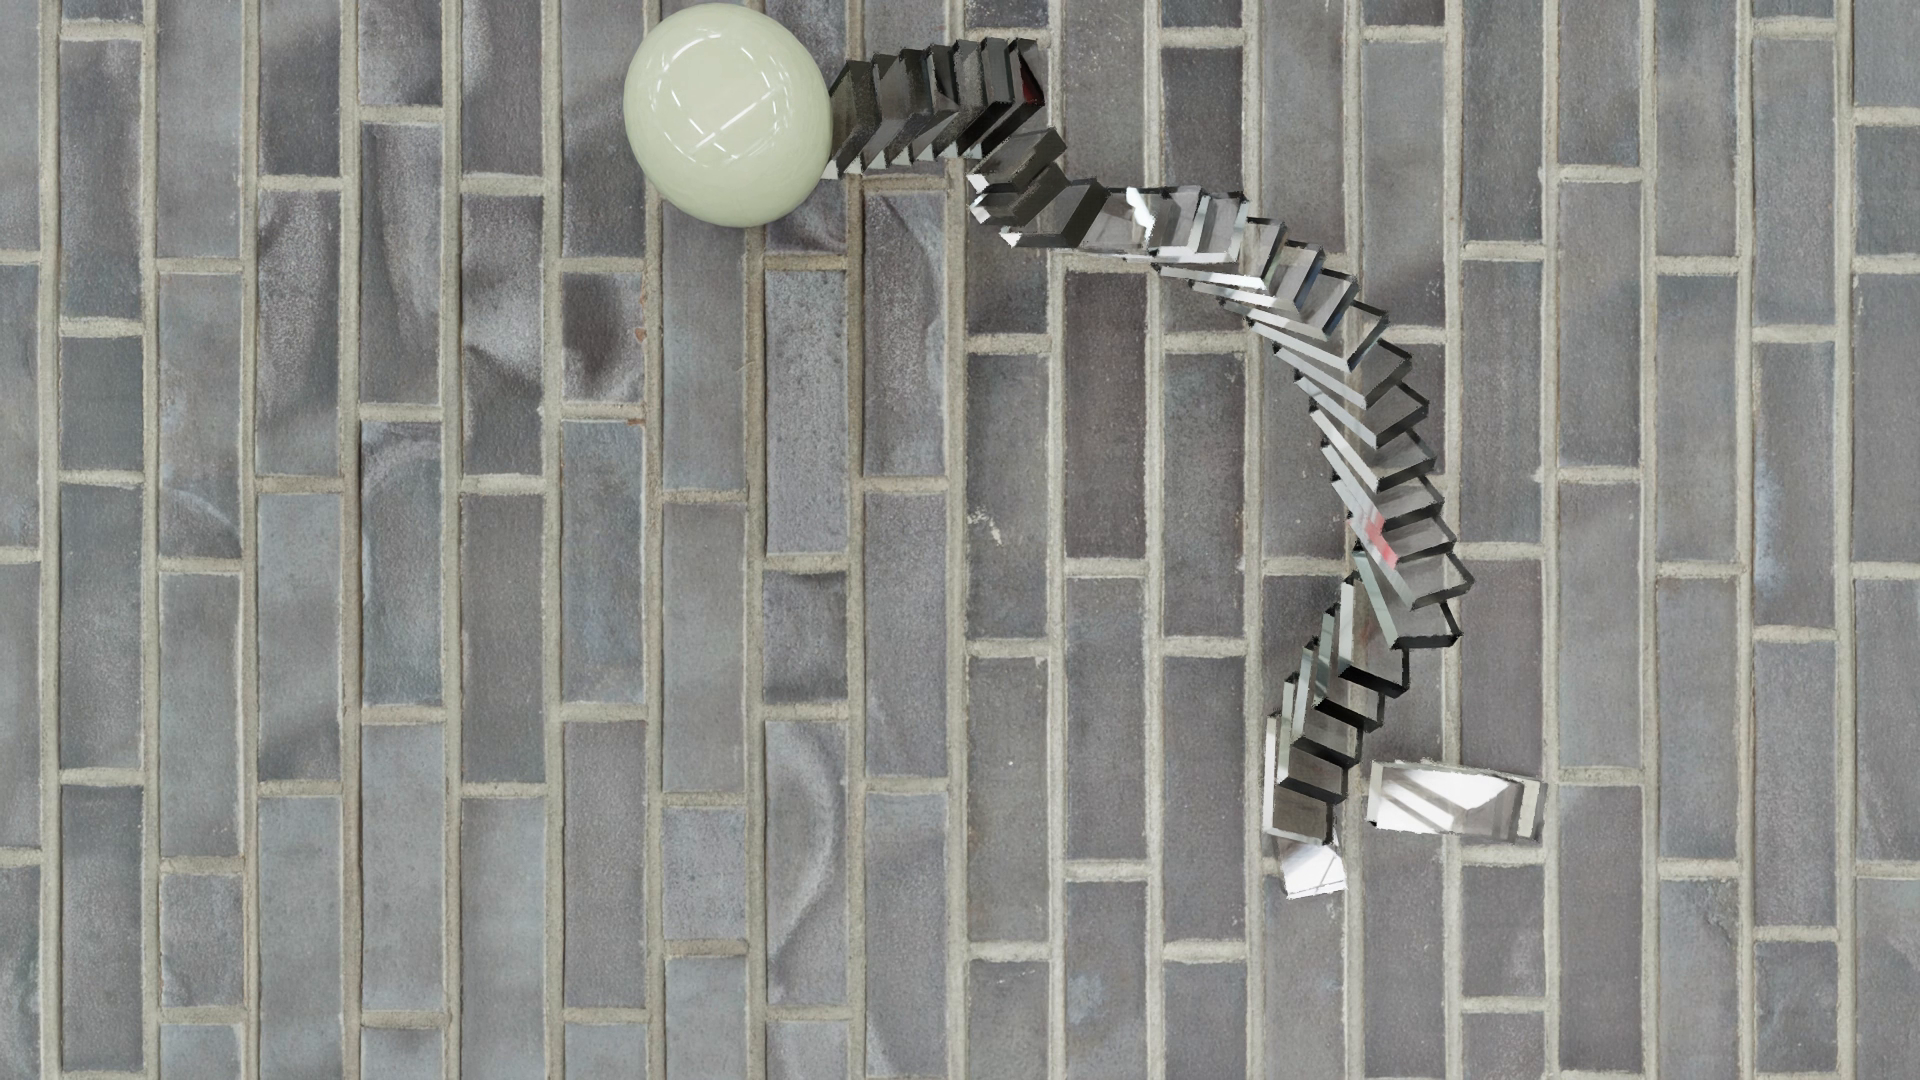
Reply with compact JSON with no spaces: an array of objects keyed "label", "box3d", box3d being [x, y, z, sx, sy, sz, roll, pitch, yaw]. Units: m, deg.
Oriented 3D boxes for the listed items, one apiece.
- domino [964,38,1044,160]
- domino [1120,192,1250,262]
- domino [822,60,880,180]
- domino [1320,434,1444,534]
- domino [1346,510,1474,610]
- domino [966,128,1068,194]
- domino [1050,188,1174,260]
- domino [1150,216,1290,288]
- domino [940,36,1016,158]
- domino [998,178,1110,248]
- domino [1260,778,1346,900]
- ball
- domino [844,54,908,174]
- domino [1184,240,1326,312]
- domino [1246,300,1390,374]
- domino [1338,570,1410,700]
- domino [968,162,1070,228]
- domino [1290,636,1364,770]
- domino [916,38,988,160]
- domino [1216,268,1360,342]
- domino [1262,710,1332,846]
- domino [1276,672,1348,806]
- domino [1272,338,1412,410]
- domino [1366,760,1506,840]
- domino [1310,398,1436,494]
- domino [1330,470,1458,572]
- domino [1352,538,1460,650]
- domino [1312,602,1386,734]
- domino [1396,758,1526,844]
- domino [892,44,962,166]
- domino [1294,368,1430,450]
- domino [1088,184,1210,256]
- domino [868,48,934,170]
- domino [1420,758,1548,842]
[{"label":"domino","box3d":[0.016,-0.180,0.376,0.009,0.050,0.025,-7,90,-28]},{"label":"domino","box3d":[0.092,-0.129,0.381,0.050,0.009,0.025,13,90,37]},{"label":"domino","box3d":[-0.048,-0.171,0.376,0.009,0.050,0.025,-8,90,-27]},{"label":"domino","box3d":[0.174,-0.028,0.381,0.025,0.009,0.050,-18,53,0]},{"label":"domino","box3d":[0.186,0.003,0.380,0.025,0.009,0.050,-17,53,-3]},{"label":"domino","box3d":[0.022,-0.155,0.376,0.025,0.050,0.010,-43,117,0]},{"label":"domino","box3d":[0.061,-0.132,0.381,0.050,0.010,0.025,18,93,37]},{"label":"domino","box3d":[0.107,-0.121,0.381,0.050,0.010,0.025,21,90,38]},{"label":"domino","box3d":[0.005,-0.180,0.376,0.010,0.050,0.025,-7,90,-27]},{"label":"domino","box3d":[0.038,-0.134,0.376,0.009,0.050,0.025,31,91,-32]},{"label":"domino","box3d":[0.148,0.126,0.395,0.025,0.009,0.050,-11,90,0]},{"label":"ball","box3d":[-0.090,-0.165,0.360,0.080,0.080,0.080,0,90,0]},{"label":"domino","box3d":[-0.038,-0.173,0.376,0.010,0.050,0.025,-8,90,-27]},{"label":"domino","box3d":[0.122,-0.113,0.381,0.050,0.009,0.025,26,90,38]},{"label":"domino","box3d":[0.148,-0.091,0.381,0.025,0.010,0.050,-51,52,0]},{"label":"domino","box3d":[0.172,0.039,0.381,0.025,0.009,0.050,22,52,0]},{"label":"domino","box3d":[0.023,-0.141,0.376,0.025,0.050,0.009,-43,117,0]},{"label":"domino","box3d":[0.154,0.067,0.381,0.025,0.009,0.050,23,53,2]},{"label":"domino","box3d":[-0.006,-0.179,0.376,0.010,0.050,0.025,-7,90,-27]},{"label":"domino","box3d":[0.135,-0.103,0.381,0.050,0.010,0.025,32,90,38]},{"label":"domino","box3d":[0.142,0.099,0.384,0.025,0.010,0.050,14,61,0]},{"label":"domino","box3d":[0.147,0.082,0.381,0.025,0.009,0.050,19,53,1]},{"label":"domino","box3d":[0.158,-0.077,0.381,0.025,0.010,0.050,-42,51,0]},{"label":"domino","box3d":[0.195,0.107,0.376,0.050,0.009,0.025,6,90,0]},{"label":"domino","box3d":[0.170,-0.044,0.381,0.025,0.010,0.050,-23,53,0]},{"label":"domino","box3d":[0.179,-0.013,0.381,0.025,0.010,0.050,-19,53,-1]},{"label":"domino","box3d":[0.184,0.021,0.380,0.025,0.010,0.050,-2,51,-1]},{"label":"domino","box3d":[0.163,0.052,0.381,0.025,0.010,0.050,24,53,0]},{"label":"domino","box3d":[0.208,0.110,0.386,0.050,0.009,0.025,10,90,0]},{"label":"domino","box3d":[-0.017,-0.177,0.376,0.009,0.050,0.025,-8,90,-27]},{"label":"domino","box3d":[0.166,-0.062,0.381,0.025,0.009,0.050,-33,51,0]},{"label":"domino","box3d":[0.076,-0.132,0.381,0.050,0.010,0.025,13,90,37]},{"label":"domino","box3d":[-0.027,-0.175,0.376,0.009,0.050,0.025,-8,90,-27]},{"label":"domino","box3d":[0.224,0.112,0.395,0.050,0.010,0.025,10,90,0]}]
